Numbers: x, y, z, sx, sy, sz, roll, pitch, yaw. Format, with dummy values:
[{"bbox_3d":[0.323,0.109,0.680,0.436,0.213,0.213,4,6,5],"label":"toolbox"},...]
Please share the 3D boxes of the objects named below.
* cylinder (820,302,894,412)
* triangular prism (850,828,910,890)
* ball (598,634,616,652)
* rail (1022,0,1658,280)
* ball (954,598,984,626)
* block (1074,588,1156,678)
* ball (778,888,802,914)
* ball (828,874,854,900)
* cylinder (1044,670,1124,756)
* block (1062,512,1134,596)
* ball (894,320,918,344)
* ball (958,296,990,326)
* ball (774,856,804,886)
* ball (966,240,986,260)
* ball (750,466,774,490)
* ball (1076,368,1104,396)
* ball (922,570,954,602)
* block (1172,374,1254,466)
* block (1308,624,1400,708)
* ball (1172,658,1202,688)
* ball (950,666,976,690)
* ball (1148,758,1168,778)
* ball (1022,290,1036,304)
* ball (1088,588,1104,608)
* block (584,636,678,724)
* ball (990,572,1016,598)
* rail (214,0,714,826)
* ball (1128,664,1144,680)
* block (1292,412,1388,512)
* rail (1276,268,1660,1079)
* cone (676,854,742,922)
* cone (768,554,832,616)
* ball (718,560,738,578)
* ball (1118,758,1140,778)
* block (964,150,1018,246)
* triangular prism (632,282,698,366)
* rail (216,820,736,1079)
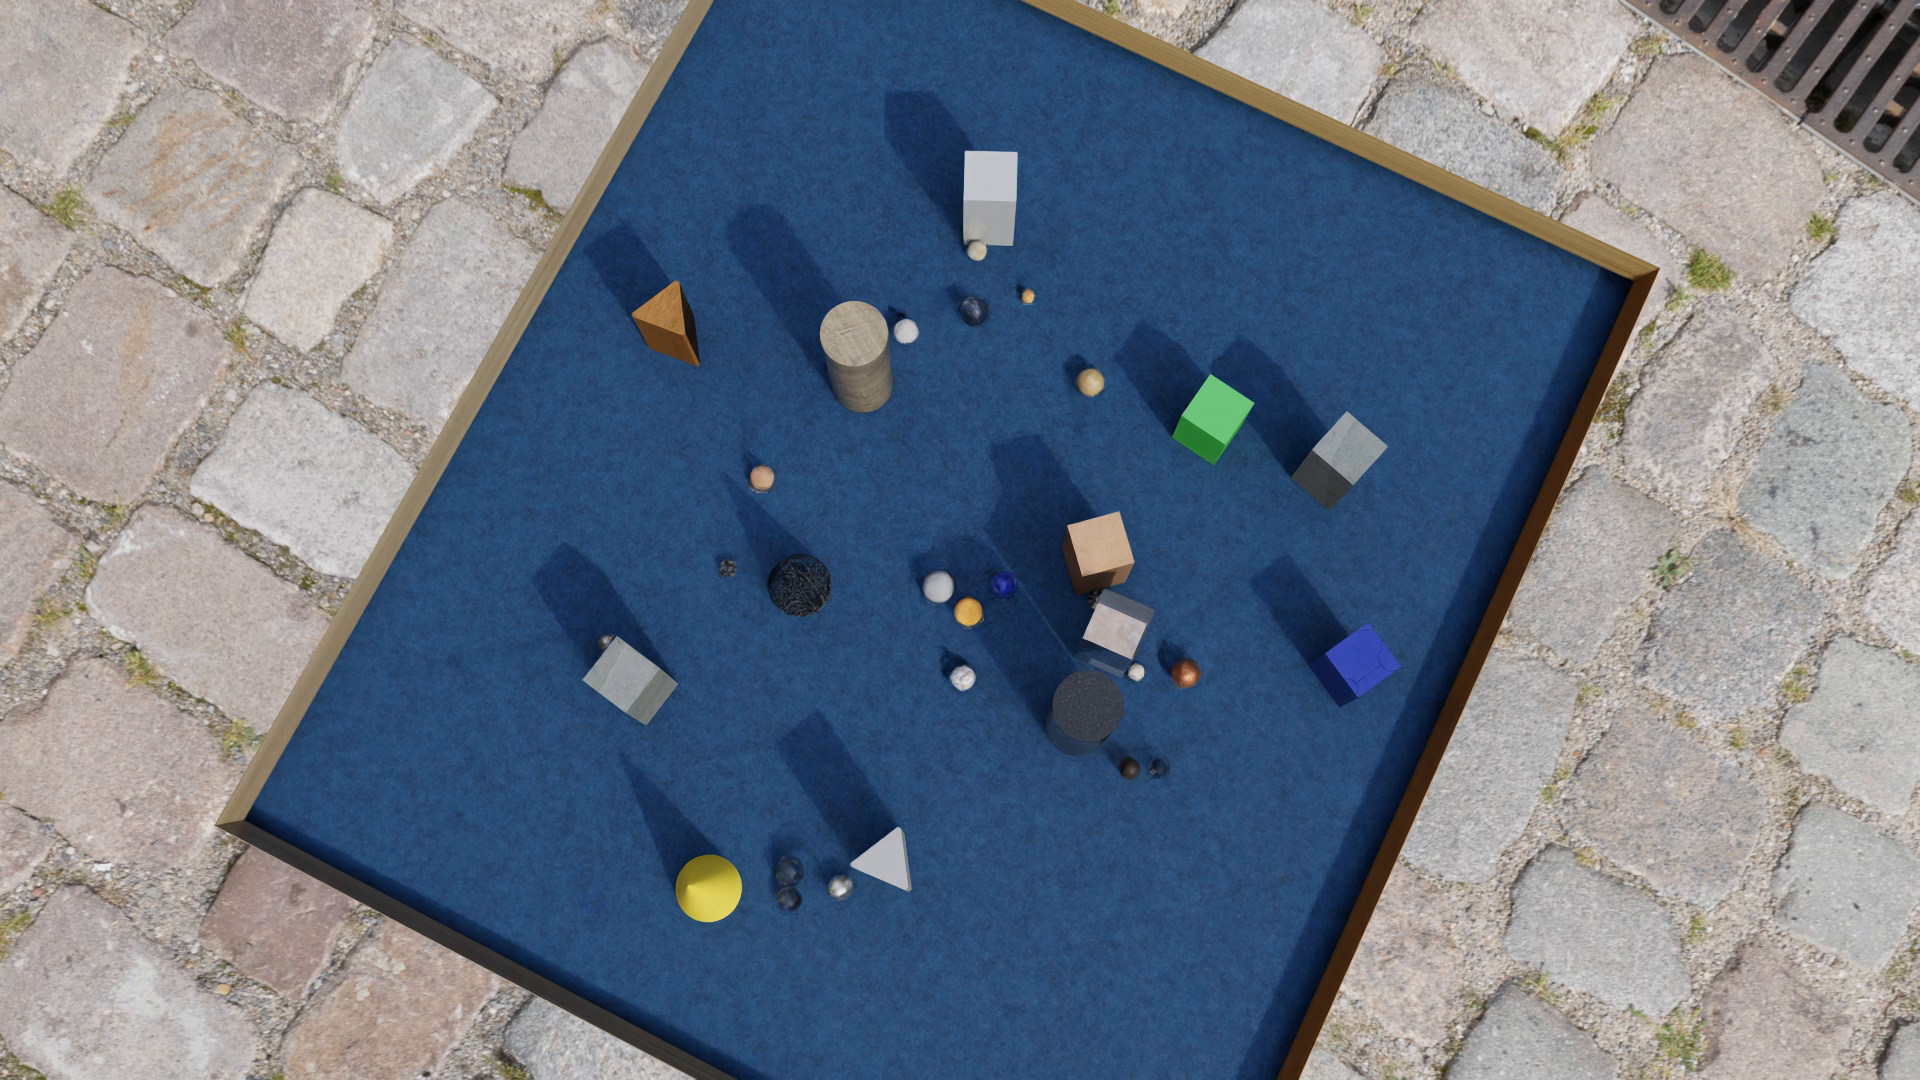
[{"bbox_3d":[-0.303,-0.541,5.479,0.196,0.488,0.196,0,78,0],"label":"cylinder"},{"bbox_3d":[-0.196,0.900,5.246,0.170,0.361,0.147,22,79,4],"label":"triangular prism"},{"bbox_3d":[-1.059,0.312,5.522,0.058,0.058,0.058,0,78,0],"label":"ball"},{"bbox_3d":[0.763,-1.488,5.859,3.109,0.127,0.045,26,80,5],"label":"rail"},{"bbox_3d":[0.026,0.216,5.527,0.087,0.087,0.087,0,78,0],"label":"ball"},{"bbox_3d":[0.449,0.276,5.361,0.157,0.388,0.157,24,79,5],"label":"block"},{"bbox_3d":[-0.498,1.054,5.361,0.074,0.074,0.074,0,78,0],"label":"ball"},{"bbox_3d":[-0.348,1.018,5.367,0.076,0.076,0.076,0,78,0],"label":"ball"},{"bbox_3d":[0.352,0.504,5.270,0.196,0.474,0.196,0,78,0],"label":"cylinder"},{"bbox_3d":[0.407,0.044,5.445,0.157,0.319,0.157,-15,79,-3],"label":"block"},{"bbox_3d":[-0.169,-0.650,5.712,0.077,0.077,0.077,0,78,0],"label":"ball"},{"bbox_3d":[0.044,-0.713,5.716,0.095,0.095,0.095,0,78,0],"label":"ball"},{"bbox_3d":[-0.499,0.971,5.370,0.089,0.089,0.089,0,78,0],"label":"ball"},{"bbox_3d":[0.053,-0.912,5.772,0.065,0.065,0.065,0,78,0],"label":"ball"},{"bbox_3d":[-0.607,-0.190,5.617,0.076,0.076,0.076,0,78,0],"label":"ball"},{"bbox_3d":[0.404,-0.488,5.673,0.088,0.088,0.088,0,78,0],"label":"ball"},{"bbox_3d":[-0.065,0.141,5.537,0.098,0.098,0.098,0,78,0],"label":"ball"},{"bbox_3d":[0.766,-0.362,5.563,0.157,0.253,0.157,34,80,7],"label":"block"},{"bbox_3d":[1.162,0.371,5.408,0.157,0.258,0.157,-34,80,-7],"label":"block"},{"bbox_3d":[0.679,0.399,5.489,0.087,0.087,0.087,0,78,0],"label":"ball"},{"bbox_3d":[0.009,0.414,5.493,0.075,0.075,0.075,0,78,0],"label":"ball"},{"bbox_3d":[0.590,0.678,5.447,0.058,0.058,0.058,0,78,0],"label":"ball"},{"bbox_3d":[0.214,-0.764,5.752,0.044,0.044,0.044,0,78,0],"label":"ball"},{"bbox_3d":[0.417,0.178,5.548,0.063,0.063,0.063,0,78,0],"label":"ball"},{"bbox_3d":[-0.958,0.415,5.354,0.157,0.347,0.157,36,81,7],"label":"block"},{"bbox_3d":[0.128,0.135,5.549,0.077,0.077,0.077,0,78,0],"label":"ball"},{"bbox_3d":[-1.369,-0.664,5.688,0.045,0.127,3.461,26,80,5],"label":"rail"},{"bbox_3d":[0.530,0.396,5.508,0.051,0.051,0.051,0,78,0],"label":"ball"},{"bbox_3d":[1.131,-0.231,5.486,0.157,0.349,0.157,42,81,8],"label":"block"},{"bbox_3d":[1.369,0.677,5.410,0.045,0.127,3.461,26,80,5],"label":"rail"},{"bbox_3d":[-0.741,0.984,5.197,0.196,0.423,0.196,0,78,0],"label":"cone"},{"bbox_3d":[-0.488,0.102,5.410,0.196,0.363,0.196,0,78,0],"label":"cone"},{"bbox_3d":[-0.704,0.087,5.570,0.056,0.056,0.056,0,78,0],"label":"ball"},{"bbox_3d":[0.502,0.678,5.444,0.062,0.062,0.062,0,78,0],"label":"ball"},{"bbox_3d":[0.091,-1.049,5.647,0.157,0.365,0.157,2,78,0],"label":"block"},{"bbox_3d":[-0.868,-0.672,5.595,0.170,0.316,0.147,21,79,4],"label":"triangular prism"},{"bbox_3d":[-0.763,1.502,5.240,3.109,0.127,0.045,26,80,5],"label":"rail"}]
